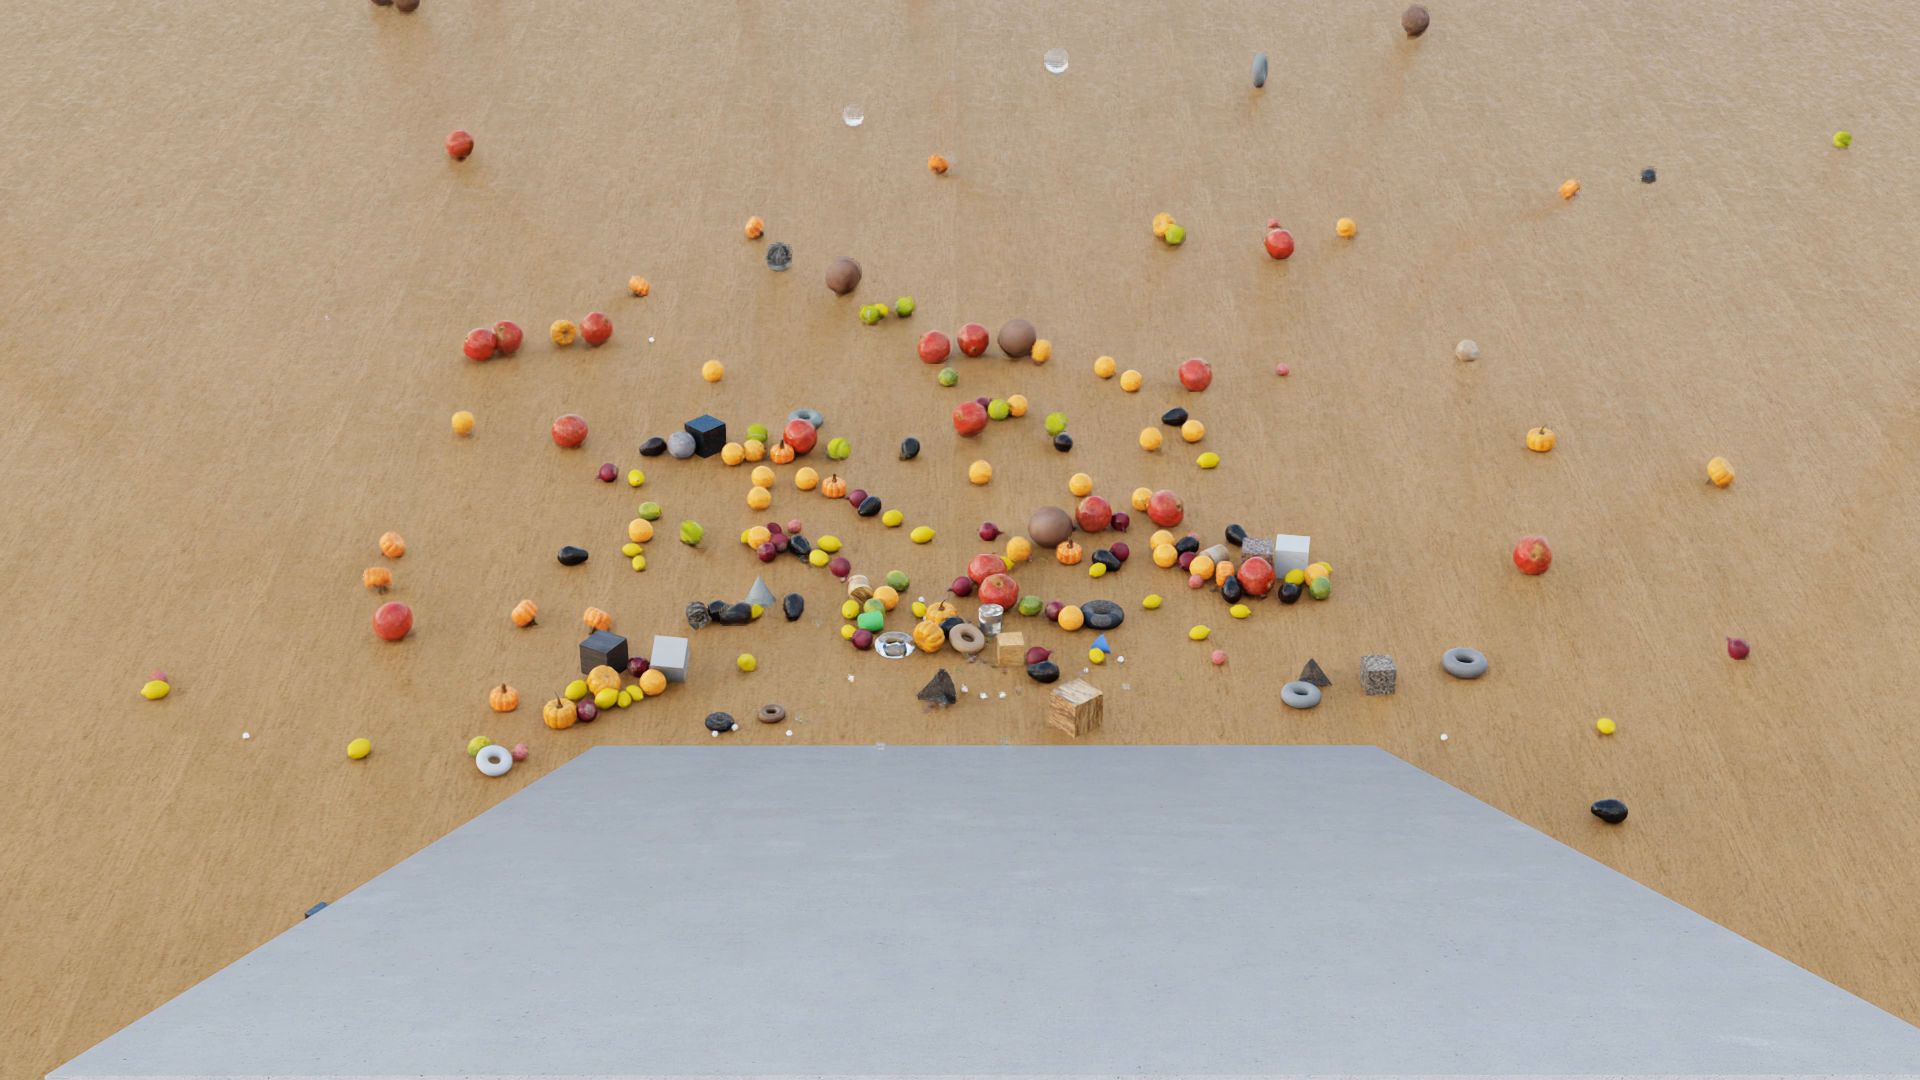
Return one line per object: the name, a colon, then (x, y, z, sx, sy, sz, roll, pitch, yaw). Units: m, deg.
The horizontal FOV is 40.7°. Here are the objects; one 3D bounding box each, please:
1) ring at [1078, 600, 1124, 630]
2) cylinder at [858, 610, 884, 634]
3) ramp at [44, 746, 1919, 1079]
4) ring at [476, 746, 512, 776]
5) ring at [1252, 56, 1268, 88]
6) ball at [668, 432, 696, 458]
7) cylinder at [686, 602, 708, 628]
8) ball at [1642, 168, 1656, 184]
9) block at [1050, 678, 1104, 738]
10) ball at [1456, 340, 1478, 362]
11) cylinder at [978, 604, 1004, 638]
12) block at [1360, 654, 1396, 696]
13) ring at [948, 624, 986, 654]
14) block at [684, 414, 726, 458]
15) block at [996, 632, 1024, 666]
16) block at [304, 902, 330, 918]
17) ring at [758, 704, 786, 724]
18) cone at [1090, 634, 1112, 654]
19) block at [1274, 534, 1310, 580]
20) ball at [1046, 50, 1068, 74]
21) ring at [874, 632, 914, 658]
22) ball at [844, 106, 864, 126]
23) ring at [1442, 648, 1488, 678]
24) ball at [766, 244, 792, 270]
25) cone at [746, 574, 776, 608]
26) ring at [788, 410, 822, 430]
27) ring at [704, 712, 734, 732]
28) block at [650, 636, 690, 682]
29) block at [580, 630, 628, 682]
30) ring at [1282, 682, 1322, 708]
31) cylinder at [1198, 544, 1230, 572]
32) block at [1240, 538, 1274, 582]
ring: (0.401, 0.213, 7.334, 0.131, 0.044, 0.131, 1, 28, 0)
cylinder: (-0.251, 0.232, 7.285, 0.057, 0.057, 0.057, -12, 31, -21)
ramp: (0.066, 0.586, 4.636, 2.000, 0.100, 4.000, 0, 0, 0)
ring: (-1.203, 0.571, 6.684, 0.094, 0.031, 0.094, 10, 45, -10)
ring: (1.307, -2.040, 11.270, 0.046, 0.139, 0.139, 6, 30, 18)
ball: (-0.884, -0.301, 8.207, 0.088, 0.088, 0.088, 0, 29, 0)
cylinder: (-0.744, 0.212, 7.320, 0.057, 0.057, 0.057, -8, 30, -13)
ball: (2.740, -1.447, 10.284, 0.060, 0.060, 0.060, 0, 29, 0)
block: (0.308, 0.445, 6.859, 0.100, 0.100, 0.100, -22, 36, -34)
ball: (1.733, -0.646, 8.833, 0.078, 0.078, 0.078, 0, 29, 0)
cylinder: (0.087, 0.227, 7.280, 0.070, 0.070, 0.070, 0, 29, 0)
block: (1.135, 0.366, 7.023, 0.079, 0.079, 0.079, -3, 29, -6)
ring: (0.020, 0.276, 7.206, 0.106, 0.035, 0.106, 12, 41, -11)
block: (-0.812, -0.331, 8.255, 0.093, 0.093, 0.093, 26, 38, 38)
block: (0.139, 0.302, 7.148, 0.068, 0.068, 0.068, -3, 29, -5)
block: (-1.501, 0.898, 6.095, 0.056, 0.056, 0.056, 19, 34, 30)
ring: (-0.503, 0.463, 6.905, 0.075, 0.025, 0.075, -1, 29, 1)
cone: (0.401, 0.298, 7.200, 0.054, 0.054, 0.054, 39, 41, 11)
block: (0.972, 0.051, 7.569, 0.095, 0.095, 0.095, 5, 30, 8)
ball: (0.427, -2.115, 11.437, 0.100, 0.100, 0.100, 0, 29, 0)
ring: (-0.181, 0.292, 7.198, 0.112, 0.037, 0.112, 1, 30, -1)
ball: (-0.446, -1.778, 10.855, 0.081, 0.081, 0.081, 0, 29, 0)
ring: (1.388, 0.338, 7.112, 0.126, 0.042, 0.126, 1, 29, -1)
ball: (-0.664, -1.039, 9.517, 0.096, 0.096, 0.096, 0, 29, 0)
cone: (-0.575, 0.137, 7.423, 0.087, 0.087, 0.087, 0, 29, 0)
ring: (-0.503, -0.391, 8.418, 0.115, 0.038, 0.115, 1, 28, 0)
ring: (-0.638, 0.483, 6.867, 0.079, 0.026, 0.079, 1, 28, -1)
block: (-0.790, 0.323, 7.046, 0.090, 0.090, 0.090, 6, 62, 1)
block: (-0.976, 0.317, 7.096, 0.093, 0.093, 0.093, 16, 33, 26)
ring: (0.920, 0.418, 6.974, 0.109, 0.036, 0.109, 1, 28, -1)
cylinder: (0.746, 0.053, 7.597, 0.065, 0.065, 0.065, -22, 36, -34)
block: (0.869, 0.057, 7.563, 0.091, 0.091, 0.091, 4, 29, 7)
